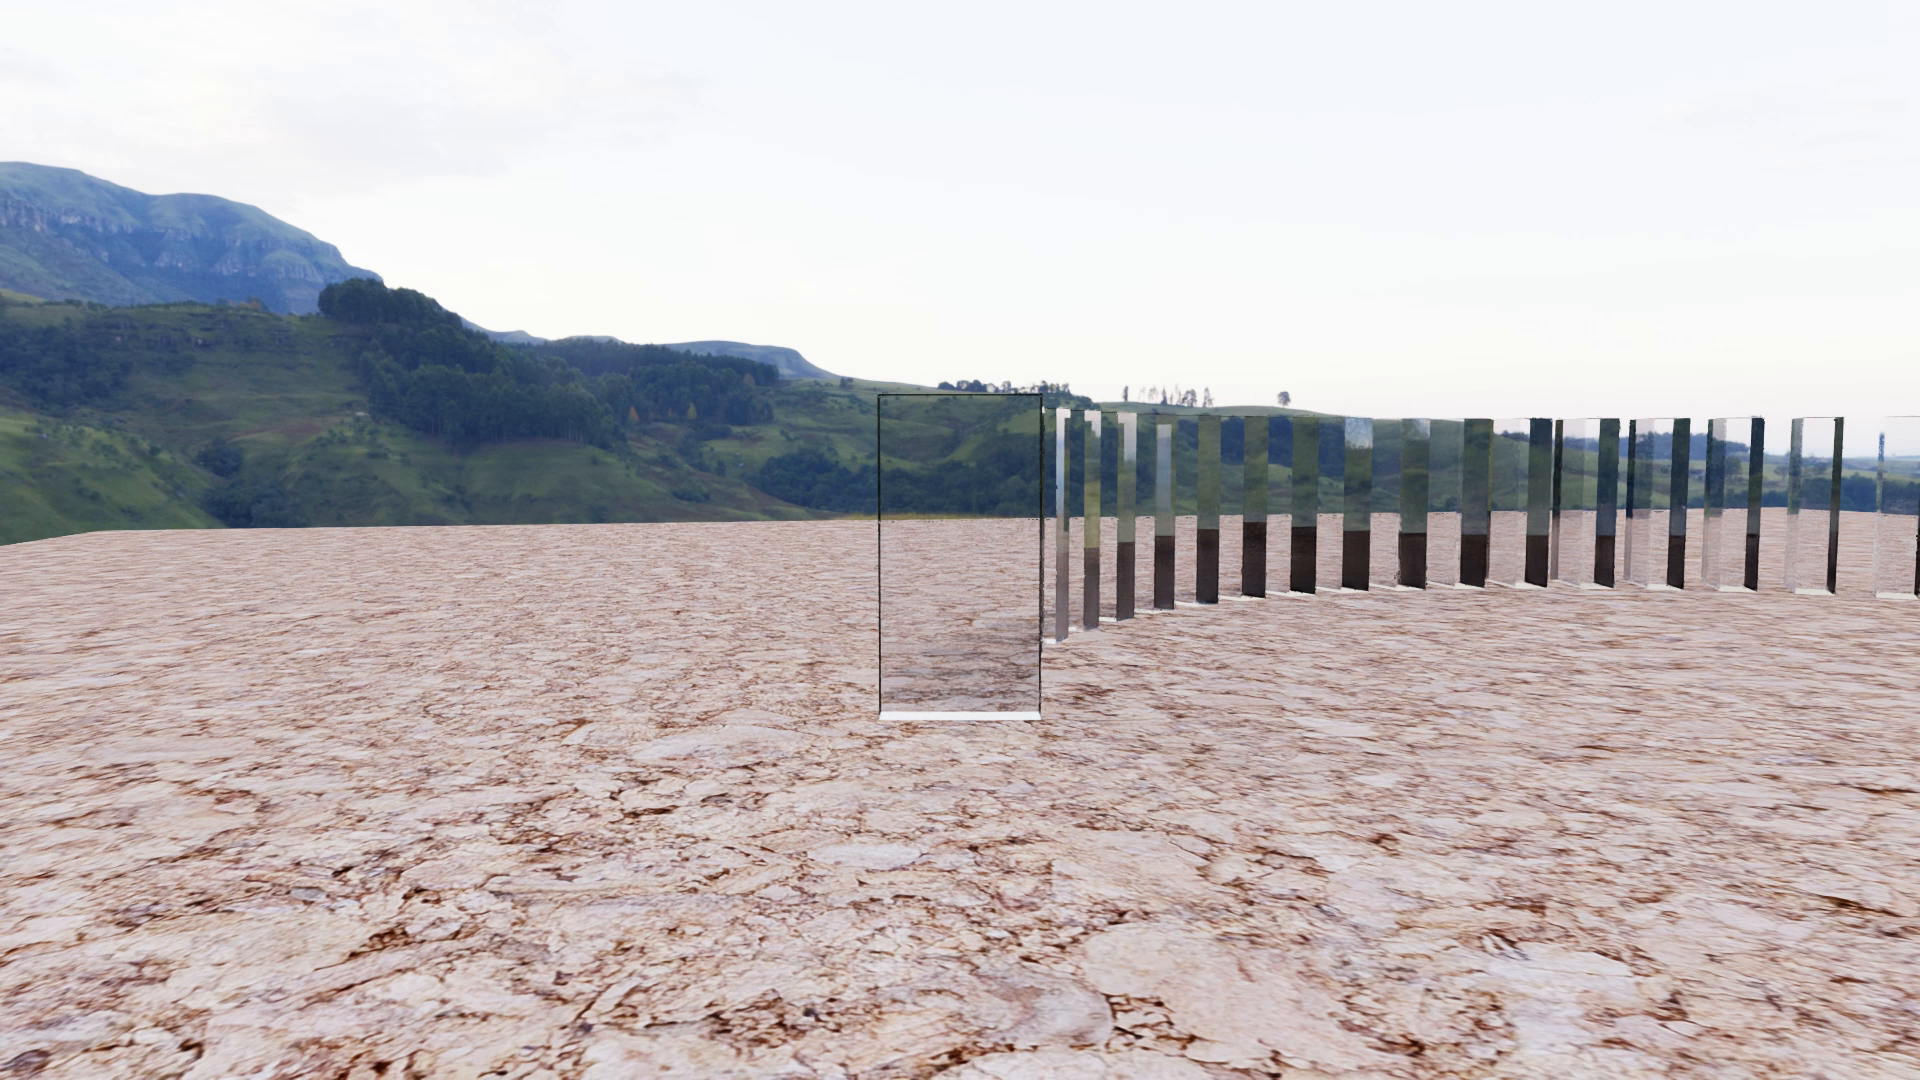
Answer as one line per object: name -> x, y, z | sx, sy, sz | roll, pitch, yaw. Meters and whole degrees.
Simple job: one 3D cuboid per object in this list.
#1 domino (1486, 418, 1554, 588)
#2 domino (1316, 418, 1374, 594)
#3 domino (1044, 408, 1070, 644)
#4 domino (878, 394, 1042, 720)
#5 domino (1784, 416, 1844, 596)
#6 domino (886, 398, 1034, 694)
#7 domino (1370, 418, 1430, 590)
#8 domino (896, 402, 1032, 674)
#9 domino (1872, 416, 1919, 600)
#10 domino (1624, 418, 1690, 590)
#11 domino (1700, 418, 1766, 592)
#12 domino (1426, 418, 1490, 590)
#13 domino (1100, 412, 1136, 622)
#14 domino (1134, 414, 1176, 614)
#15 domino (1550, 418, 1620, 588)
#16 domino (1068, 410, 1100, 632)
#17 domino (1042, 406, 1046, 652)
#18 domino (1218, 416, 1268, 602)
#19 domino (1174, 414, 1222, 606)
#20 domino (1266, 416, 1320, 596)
domino -> 0.168, -0.012, 0.389 | 0.009, 0.050, 0.025 | 0, 4, -1
domino -> 0.109, -0.011, 0.377 | 0.010, 0.050, 0.025 | -2, 5, -21
domino -> 0.011, -0.003, 0.280 | 0.025, 0.050, 0.009 | 2, 5, 22
domino -> 0.000, 0.002, 0.201 | 0.025, 0.050, 0.009 | 0, 4, 0
domino -> 0.247, -0.010, 0.372 | 0.009, 0.050, 0.025 | 2, 5, 26
domino -> 0.000, 0.001, 0.221 | 0.025, 0.050, 0.009 | 0, 4, 1
domino -> 0.128, -0.011, 0.384 | 0.009, 0.050, 0.025 | -1, 4, -14
domino -> 0.001, -0.001, 0.241 | 0.025, 0.050, 0.009 | 0, 4, 5
domino -> 0.265, -0.010, 0.362 | 0.009, 0.050, 0.025 | 3, 5, 33
domino -> 0.209, -0.011, 0.385 | 0.009, 0.050, 0.025 | 1, 4, 12
domino -> 0.228, -0.011, 0.379 | 0.009, 0.050, 0.025 | 1, 5, 19
domino -> 0.148, -0.012, 0.388 | 0.009, 0.050, 0.025 | -1, 4, -8
domino -> 0.030, -0.006, 0.316 | 0.025, 0.050, 0.009 | 3, 5, 35
domino -> 0.043, -0.007, 0.332 | 0.025, 0.050, 0.009 | 4, 6, 42
domino -> 0.189, -0.012, 0.388 | 0.009, 0.050, 0.025 | 0, 4, 6
domino -> 0.019, -0.005, 0.299 | 0.025, 0.050, 0.009 | 2, 5, 28
domino -> 0.004, -0.002, 0.261 | 0.025, 0.050, 0.009 | 1, 4, 14
domino -> 0.073, -0.009, 0.359 | 0.009, 0.050, 0.025 | -3, 5, -35
domino -> 0.057, -0.008, 0.346 | 0.010, 0.050, 0.025 | -4, 6, -41
domino -> 0.090, -0.010, 0.369 | 0.009, 0.050, 0.025 | -2, 5, -28
